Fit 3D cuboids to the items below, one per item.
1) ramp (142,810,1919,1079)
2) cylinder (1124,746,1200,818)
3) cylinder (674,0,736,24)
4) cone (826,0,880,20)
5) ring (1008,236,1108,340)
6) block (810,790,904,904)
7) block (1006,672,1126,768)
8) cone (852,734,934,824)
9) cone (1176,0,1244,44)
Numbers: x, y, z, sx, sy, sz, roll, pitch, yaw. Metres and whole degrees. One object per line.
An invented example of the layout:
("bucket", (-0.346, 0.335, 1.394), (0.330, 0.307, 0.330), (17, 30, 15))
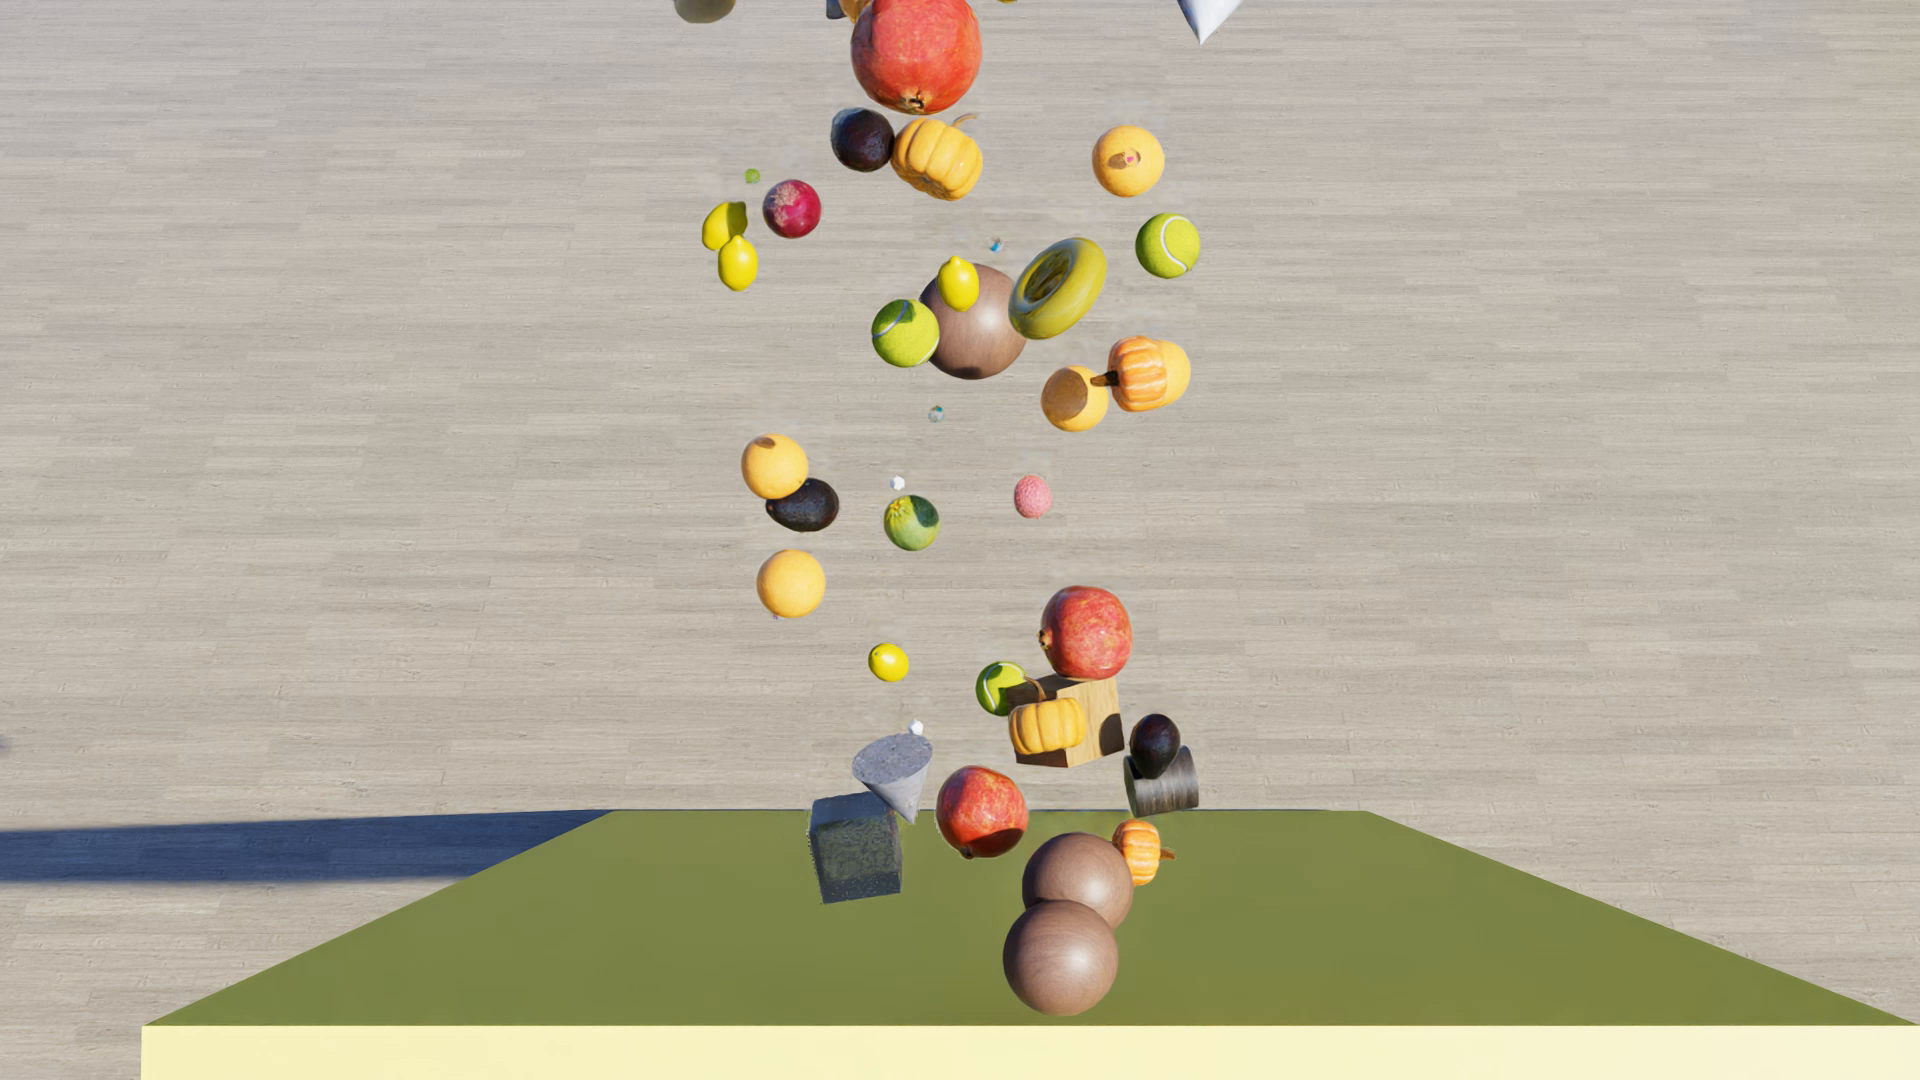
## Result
("ramp", (0.081, 0.683, 4.918), (2.000, 0.100, 4.000), (0, -2, 0))
("cylinder", (0.247, 0.298, 3.204), (0.077, 0.077, 0.077), (-10, 38, -6))
("cylinder", (-0.243, -0.524, 2.431), (0.059, 0.059, 0.059), (-10, 59, -13))
("cone", (-0.110, -0.578, 2.543), (0.098, 0.098, 0.098), (-27, 88, -31))
("ring", (0.095, -0.247, 2.548), (0.117, 0.039, 0.117), (-35, 32, 26))
("block", (-0.114, 0.340, 2.891), (0.087, 0.087, 0.087), (-9, 19, 3))
("block", (0.130, 0.220, 3.199), (0.096, 0.096, 0.096), (-14, 8, -39))
("cone", (-0.063, 0.276, 2.846), (0.092, 0.092, 0.092), (-12, 29, 7))
("cone", (0.234, -0.501, 2.482), (0.078, 0.078, 0.078), (6, 59, 8))
